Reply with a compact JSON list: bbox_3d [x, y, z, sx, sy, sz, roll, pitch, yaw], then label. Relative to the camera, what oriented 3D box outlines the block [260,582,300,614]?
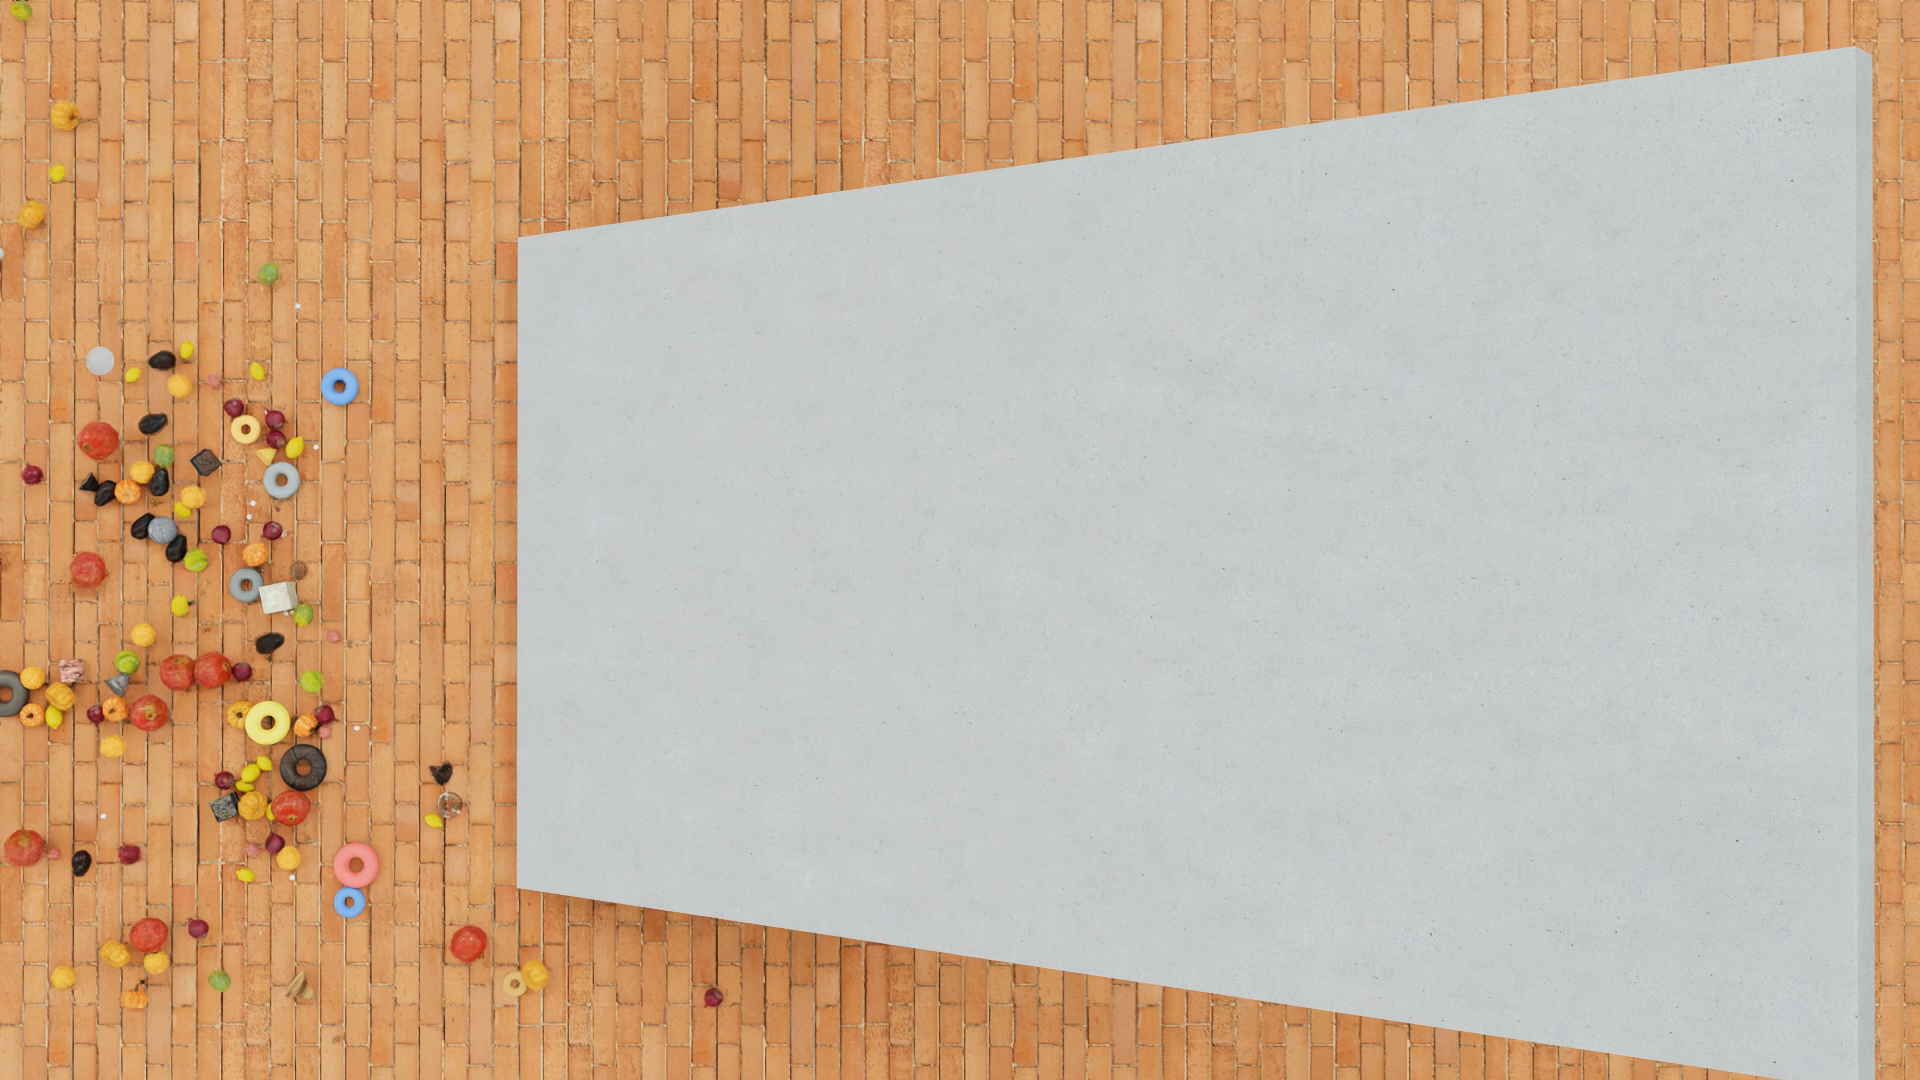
[{"bbox_3d":[-2.105,0.178,6.798,0.084,0.084,0.084,-12,90,0],"label":"block"}]

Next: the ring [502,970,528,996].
[{"bbox_3d":[-1.379,1.375,6.819,0.081,0.027,0.081,0,90,1],"label":"ring"}]

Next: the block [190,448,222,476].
[{"bbox_3d":[-2.336,-0.240,6.813,0.060,0.060,0.060,-37,90,0],"label":"block"}]

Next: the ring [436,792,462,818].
[{"bbox_3d":[-1.584,0.822,6.823,0.083,0.028,0.083,0,90,1],"label":"ring"}]

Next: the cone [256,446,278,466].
[{"bbox_3d":[-2.140,-0.274,6.829,0.063,0.063,0.063,43,63,0],"label":"cone"}]

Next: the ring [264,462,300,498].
[{"bbox_3d":[-2.105,-0.186,6.824,0.116,0.039,0.116,0,91,0],"label":"ring"}]

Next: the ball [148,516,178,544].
[{"bbox_3d":[-2.464,-0.031,6.797,0.088,0.088,0.088,0,90,0],"label":"ball"}]

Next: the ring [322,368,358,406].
[{"bbox_3d":[-1.925,-0.476,6.825,0.116,0.039,0.116,0,91,0],"label":"ring"}]

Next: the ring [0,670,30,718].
[{"bbox_3d":[-2.958,0.476,6.814,0.148,0.049,0.148,0,90,1],"label":"ring"}]

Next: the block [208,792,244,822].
[{"bbox_3d":[-2.268,0.826,6.802,0.068,0.068,0.068,-25,90,0],"label":"block"}]

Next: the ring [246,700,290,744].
[{"bbox_3d":[-2.138,0.565,6.794,0.138,0.046,0.138,-4,98,-32],"label":"ring"}]

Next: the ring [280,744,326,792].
[{"bbox_3d":[-2.034,0.704,6.813,0.147,0.049,0.147,0,89,1],"label":"ring"}]

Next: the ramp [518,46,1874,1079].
[{"bbox_3d":[0.210,0.061,5.525,4.000,0.100,2.000,0,90,40],"label":"ramp"}]

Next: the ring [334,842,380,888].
[{"bbox_3d":[-1.870,1.006,6.812,0.143,0.048,0.143,0,89,1],"label":"ring"}]

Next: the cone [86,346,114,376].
[{"bbox_3d":[-2.677,-0.557,6.800,0.089,0.089,0.089,0,90,0],"label":"cone"}]

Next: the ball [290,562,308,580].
[{"bbox_3d":[-2.048,0.095,6.813,0.055,0.055,0.055,0,90,0],"label":"ball"}]

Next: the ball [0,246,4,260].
[{"bbox_3d":[-2.997,-0.889,6.816,0.062,0.062,0.062,0,90,0],"label":"ball"}]

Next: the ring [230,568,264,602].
[{"bbox_3d":[-2.213,0.140,6.823,0.109,0.036,0.109,0,89,1],"label":"ring"}]

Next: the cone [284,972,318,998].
[{"bbox_3d":[-2.026,1.399,6.812,0.090,0.090,0.090,41,90,-26],"label":"cone"}]

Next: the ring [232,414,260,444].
[{"bbox_3d":[-2.217,-0.343,6.828,0.092,0.031,0.092,0,90,-1],"label":"ring"}]

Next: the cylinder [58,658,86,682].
[{"bbox_3d":[-2.747,0.403,6.804,0.070,0.070,0.070,-6,90,0],"label":"cylinder"}]

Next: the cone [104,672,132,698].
[{"bbox_3d":[-2.596,0.433,6.821,0.079,0.079,0.079,41,63,0],"label":"cone"}]

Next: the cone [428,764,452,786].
[{"bbox_3d":[-1.624,0.715,6.821,0.071,0.071,0.071,20,90,27],"label":"cone"}]

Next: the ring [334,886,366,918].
[{"bbox_3d":[-1.893,1.123,6.818,0.097,0.032,0.097,0,89,1],"label":"ring"}]
